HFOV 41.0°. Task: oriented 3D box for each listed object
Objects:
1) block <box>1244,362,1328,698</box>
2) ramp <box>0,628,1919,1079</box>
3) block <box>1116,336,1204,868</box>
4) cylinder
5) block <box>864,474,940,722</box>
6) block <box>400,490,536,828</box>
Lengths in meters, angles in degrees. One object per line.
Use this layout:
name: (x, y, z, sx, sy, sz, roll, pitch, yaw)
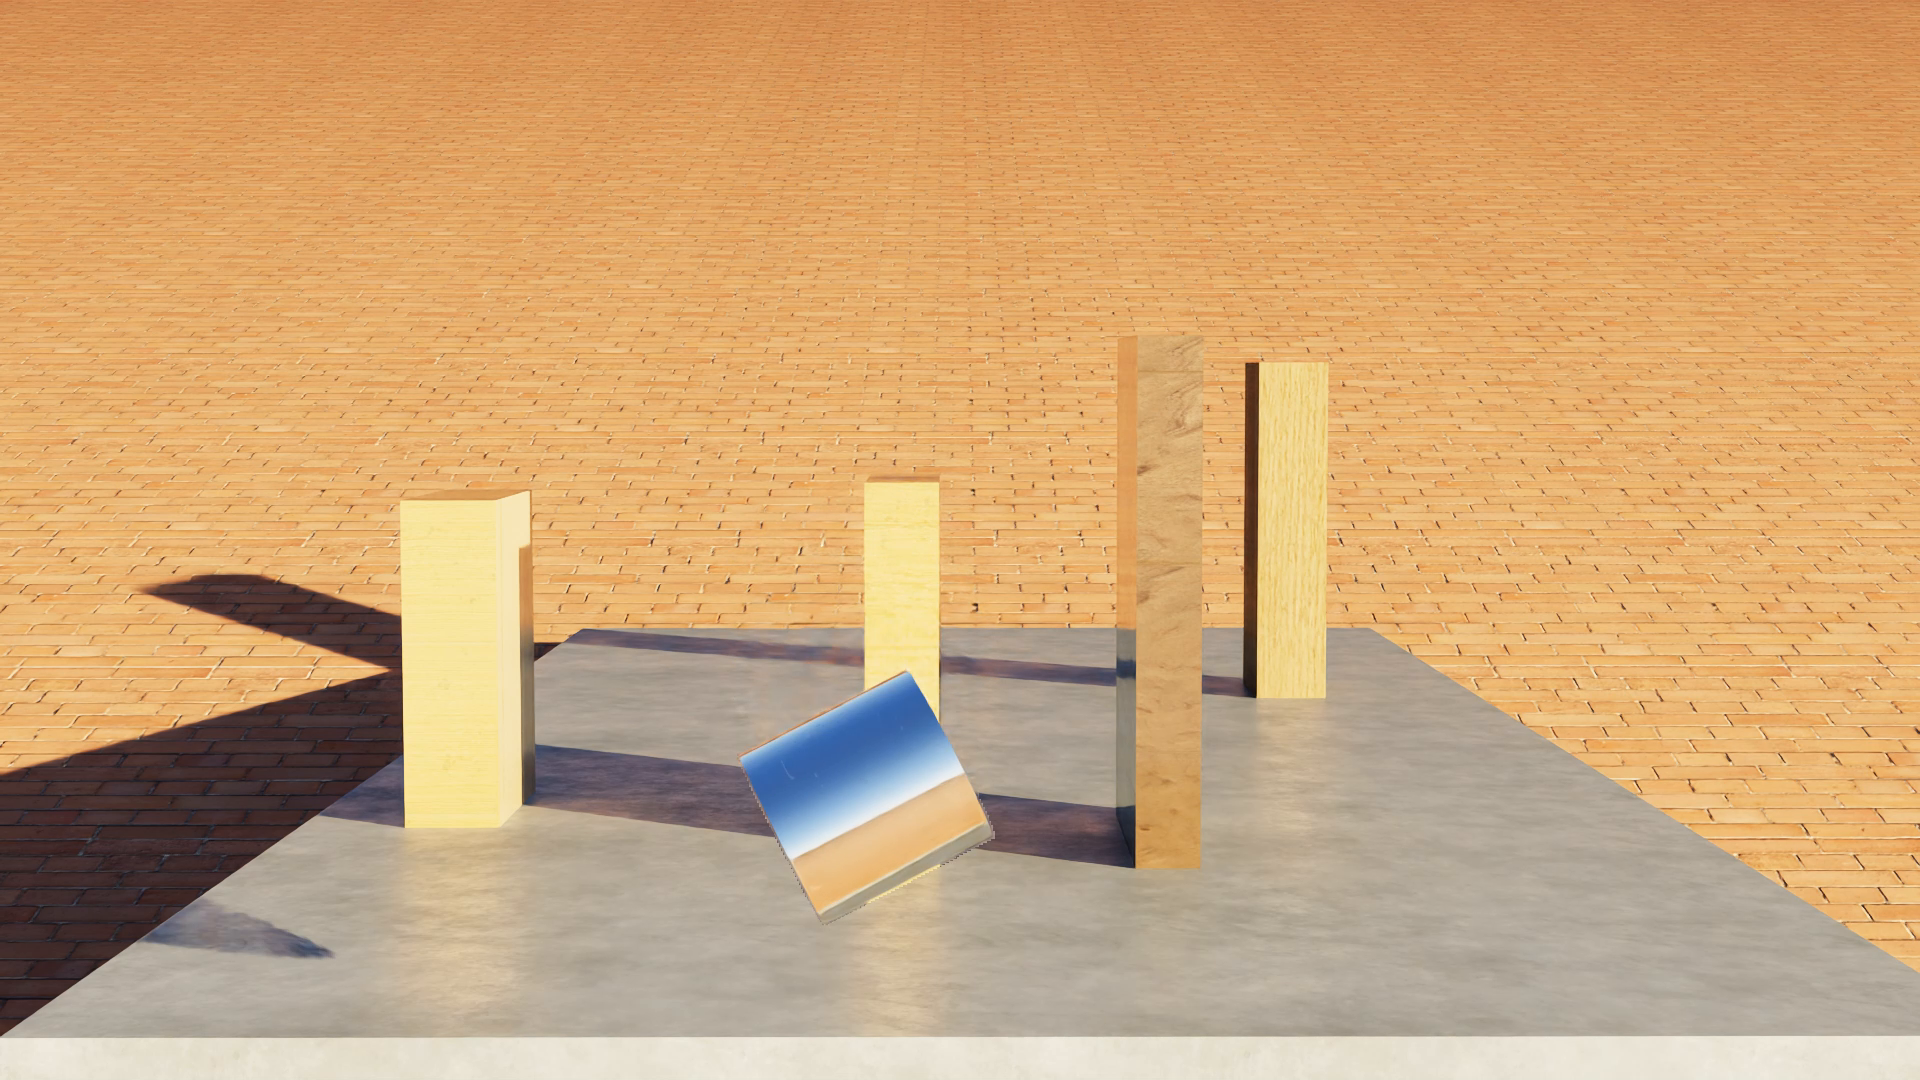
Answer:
block: (0.662, -0.026, 5.237, 0.137, 0.670, 0.247, 0, 4, 0)
ramp: (0.045, 0.407, 4.538, 2.000, 0.100, 4.000, 0, 4, 0)
block: (0.274, 0.070, 3.573, 0.086, 0.703, 0.412, 0, 4, 0)
cylinder: (-0.092, 0.249, 2.501, 0.183, 0.183, 0.183, -27, 24, -5)
block: (-0.080, 0.163, 3.672, 0.102, 0.504, 0.321, 0, 4, 0)
block: (-0.732, 0.168, 3.840, 0.136, 0.472, 0.320, 0, 4, 0)
